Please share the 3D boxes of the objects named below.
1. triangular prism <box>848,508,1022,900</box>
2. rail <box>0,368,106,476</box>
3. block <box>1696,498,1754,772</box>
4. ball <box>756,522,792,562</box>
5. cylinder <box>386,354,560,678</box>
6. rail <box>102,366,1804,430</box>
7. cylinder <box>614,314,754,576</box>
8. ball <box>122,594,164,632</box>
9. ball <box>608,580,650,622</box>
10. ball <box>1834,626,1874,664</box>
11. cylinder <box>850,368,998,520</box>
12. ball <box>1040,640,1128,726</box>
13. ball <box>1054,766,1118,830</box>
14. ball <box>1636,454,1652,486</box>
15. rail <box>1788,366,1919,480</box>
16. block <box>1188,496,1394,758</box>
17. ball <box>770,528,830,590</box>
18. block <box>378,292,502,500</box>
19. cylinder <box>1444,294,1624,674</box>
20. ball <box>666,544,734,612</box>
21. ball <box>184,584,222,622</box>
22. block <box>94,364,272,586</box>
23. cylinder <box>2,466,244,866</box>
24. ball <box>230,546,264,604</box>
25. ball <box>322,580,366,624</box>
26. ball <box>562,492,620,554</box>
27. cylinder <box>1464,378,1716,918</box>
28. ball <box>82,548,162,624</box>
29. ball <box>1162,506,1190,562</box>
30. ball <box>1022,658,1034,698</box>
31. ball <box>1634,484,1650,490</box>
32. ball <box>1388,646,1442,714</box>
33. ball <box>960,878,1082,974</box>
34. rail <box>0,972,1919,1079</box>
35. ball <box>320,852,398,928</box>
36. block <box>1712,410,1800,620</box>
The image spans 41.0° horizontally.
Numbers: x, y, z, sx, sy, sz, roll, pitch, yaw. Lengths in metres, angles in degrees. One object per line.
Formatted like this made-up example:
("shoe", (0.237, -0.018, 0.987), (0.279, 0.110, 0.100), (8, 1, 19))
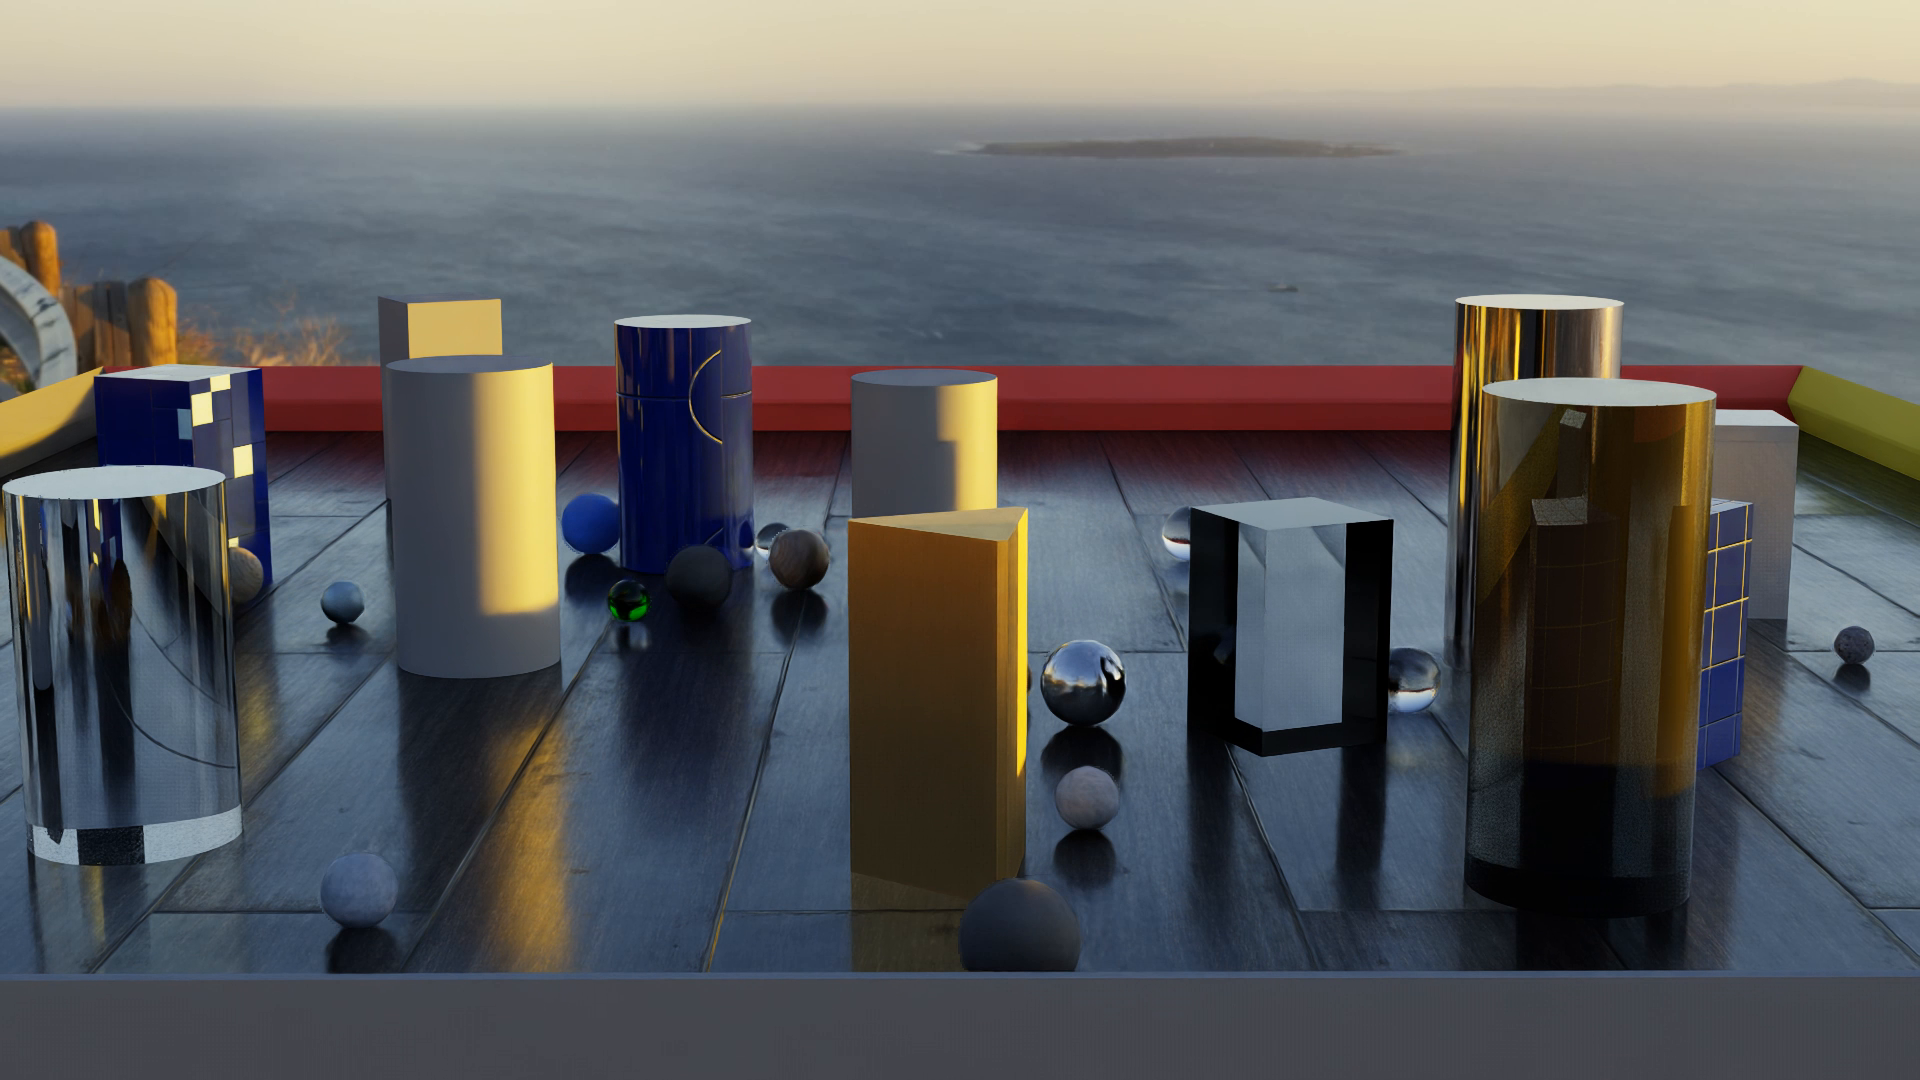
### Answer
("triangular prism", (0.013, 0.141, 2.332), (0.172, 0.326, 0.149), (8, 13, 36))
("rail", (-1.690, 0.035, 3.439), (0.045, 0.129, 3.517), (0, 10, 0))
("block", (0.723, 0.096, 2.722), (0.159, 0.273, 0.159), (10, 14, 43))
("ball", (-0.271, 0.005, 3.797), (0.061, 0.061, 0.061), (0, 10, 0))
("cylinder", (-0.596, -0.033, 3.153), (0.199, 0.369, 0.199), (0, 10, 0))
("rail", (-0.010, -0.282, 5.154), (3.428, 0.129, 0.045), (0, 10, 0))
("cylinder", (-0.404, -0.143, 3.775), (0.199, 0.359, 0.199), (0, 10, 0))
("ball", (-1.062, 0.096, 3.335), (0.050, 0.050, 0.050), (0, 10, 0))
("ball", (-0.440, 0.080, 3.403), (0.056, 0.056, 0.056), (0, 10, 0))
("ball", (1.103, 0.129, 3.164), (0.046, 0.046, 0.046), (0, 10, 0))
("cylinder", (-0.049, -0.069, 3.510), (0.199, 0.310, 0.199), (0, 10, 0))
("ball", (0.138, 0.159, 2.863), (0.097, 0.097, 0.097), (0, 10, 0))
("ball", (0.122, 0.249, 2.473), (0.062, 0.062, 0.062), (0, 10, 0))
("ball", (1.186, -0.107, 4.330), (0.086, 0.086, 0.086), (0, 10, 0))
("rail", (1.690, 0.031, 3.458), (0.045, 0.129, 3.517), (0, 10, 0))
("block", (0.360, 0.092, 2.818), (0.159, 0.246, 0.159), (-5, 12, -25))
("ball", (-0.226, 0.027, 3.611), (0.085, 0.085, 0.085), (0, 10, 0))
("block", (-0.873, -0.237, 4.327), (0.159, 0.343, 0.159), (-6, 12, -29))
("cylinder", (0.698, -0.068, 3.131), (0.199, 0.446, 0.199), (0, 10, 0))
("ball", (-0.351, 0.052, 3.463), (0.090, 0.090, 0.090), (0, 10, 0))
("ball", (-1.004, 0.083, 3.401), (0.050, 0.050, 0.050), (0, 10, 0))
("block", (-1.083, -0.081, 3.583), (0.159, 0.308, 0.159), (4, 11, 21))
("cylinder", (-0.790, 0.114, 2.432), (0.199, 0.343, 0.199), (0, 10, 0))
("ball", (-0.993, 0.049, 3.507), (0.080, 0.080, 0.080), (0, 10, 0))
("ball", (-0.814, 0.082, 3.388), (0.057, 0.057, 0.057), (0, 10, 0))
("ball", (-0.554, -0.025, 3.868), (0.093, 0.093, 0.093), (0, 10, 0))
("cylinder", (0.556, 0.090, 2.276), (0.199, 0.447, 0.199), (0, 10, 0))
("ball", (-1.105, 0.061, 3.387), (0.099, 0.099, 0.099), (0, 10, 0))
("ball", (0.342, -0.009, 3.814), (0.082, 0.082, 0.082), (0, 10, 0))
("ball", (0.057, 0.159, 2.975), (0.056, 0.056, 0.056), (0, 10, 0))
("ball", (1.113, -0.063, 4.176), (0.056, 0.056, 0.056), (0, 10, 0))
("ball", (0.507, 0.159, 2.916), (0.078, 0.078, 0.078), (0, 10, 0))
("ball", (0.048, 0.315, 2.020), (0.096, 0.096, 0.096), (0, 10, 0))
("rail", (0.010, 0.349, 1.743), (3.428, 0.129, 0.045), (0, 10, 0))
("ball", (-0.513, 0.299, 2.193), (0.065, 0.065, 0.065), (0, 10, 0))
("block", (1.031, -0.038, 3.481), (0.159, 0.260, 0.159), (1, 11, 5))
